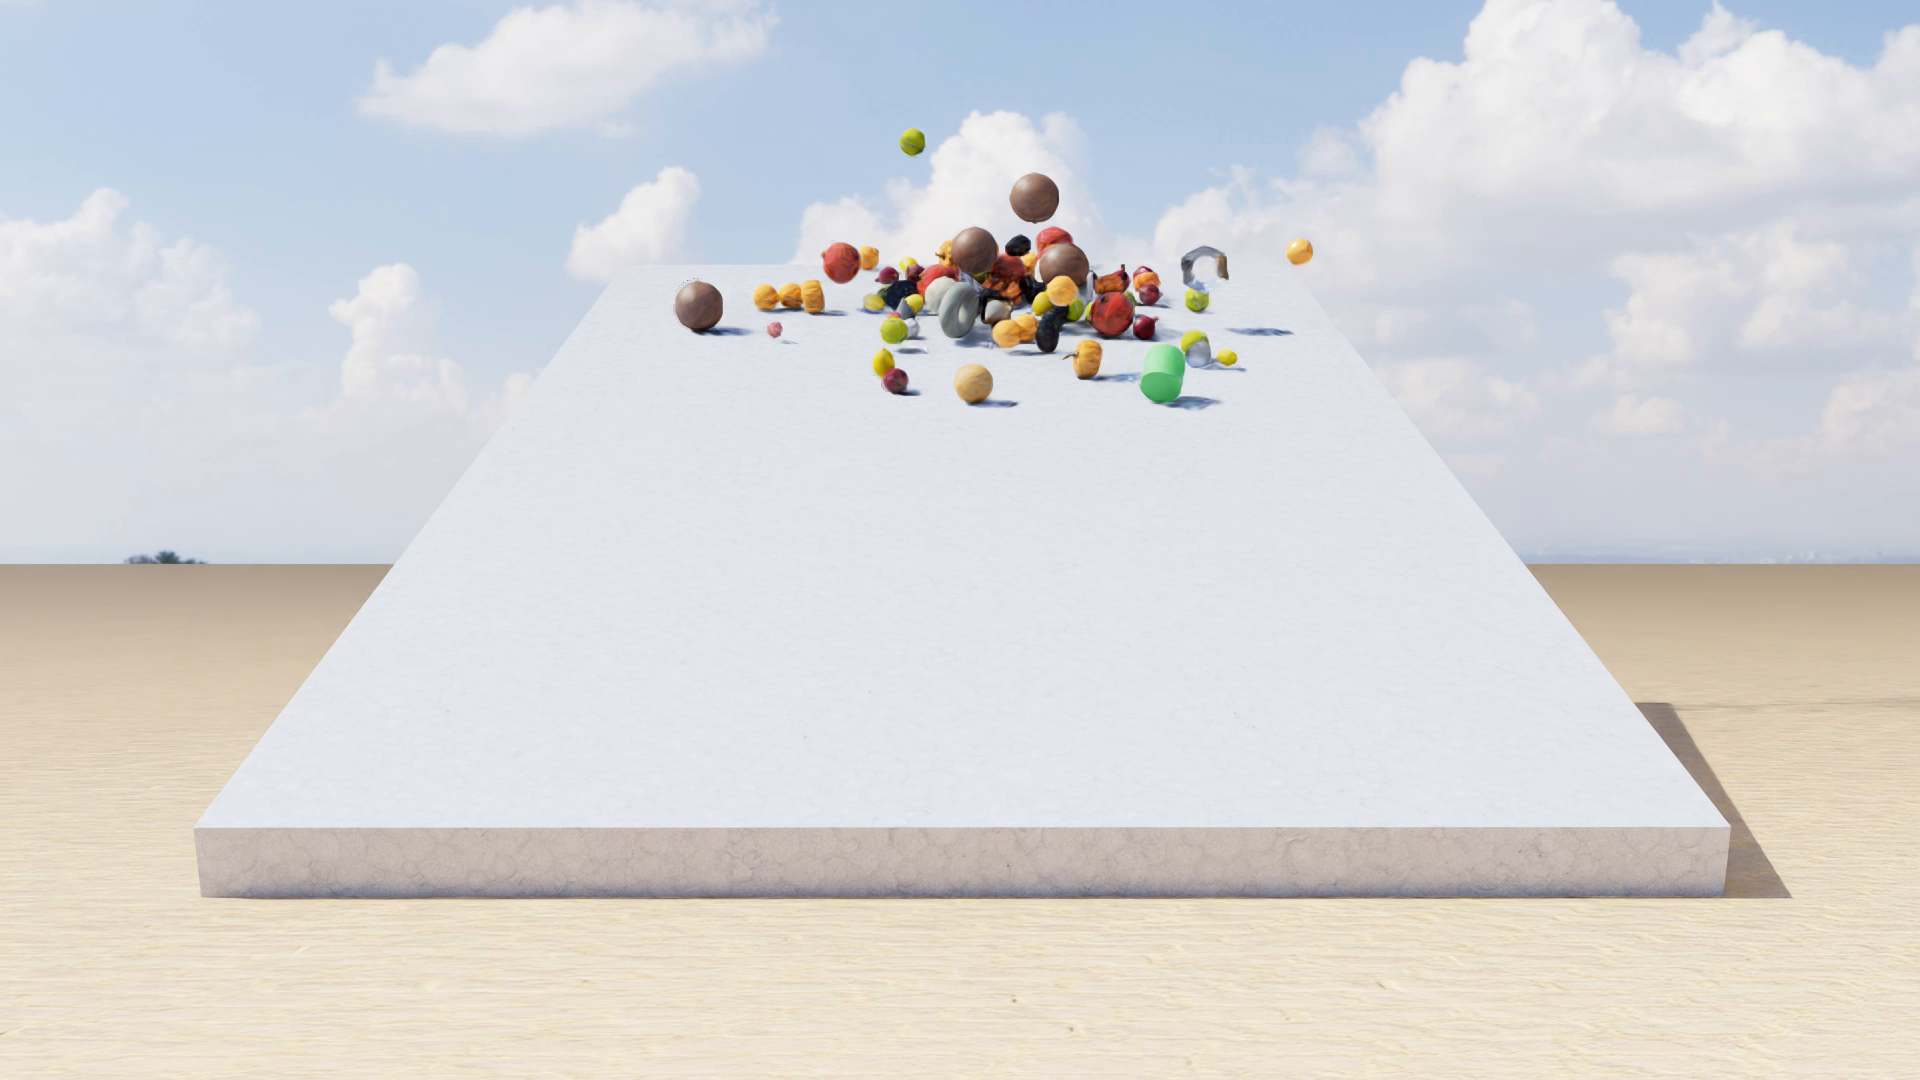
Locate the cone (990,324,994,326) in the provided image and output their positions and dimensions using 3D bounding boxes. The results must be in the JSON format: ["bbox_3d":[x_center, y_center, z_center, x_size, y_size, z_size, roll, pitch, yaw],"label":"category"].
[{"bbox_3d":[0.075,-0.582,5.815,0.074,0.074,0.074,0,20,30],"label":"cone"}]

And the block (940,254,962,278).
[{"bbox_3d":[-0.027,-0.805,6.541,0.058,0.058,0.058,2,18,5],"label":"block"}]

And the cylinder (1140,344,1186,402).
[{"bbox_3d":[0.462,-0.379,5.073,0.095,0.095,0.095,8,-43,7],"label":"cylinder"}]

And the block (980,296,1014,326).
[{"bbox_3d":[0.095,-0.586,5.713,0.067,0.067,0.067,6,10,-9],"label":"block"}]

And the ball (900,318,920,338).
[{"bbox_3d":[-0.127,-0.542,5.717,0.052,0.052,0.052,0,0,0],"label":"ball"}]

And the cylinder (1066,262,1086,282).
[{"bbox_3d":[0.313,-0.725,6.028,0.055,0.055,0.055,-2,6,0],"label":"cylinder"}]

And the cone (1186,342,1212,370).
[{"bbox_3d":[0.599,-0.441,5.431,0.072,0.072,0.072,0,-4,35],"label":"cone"}]

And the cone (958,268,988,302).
[{"bbox_3d":[0.014,-0.706,6.104,0.096,0.096,0.096,-15,36,11],"label":"cone"}]

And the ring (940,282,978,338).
[{"bbox_3d":[-0.003,-0.584,5.669,0.049,0.147,0.147,16,7,28],"label":"ring"}]

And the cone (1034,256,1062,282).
[{"bbox_3d":[0.254,-0.731,6.068,0.074,0.074,0.074,9,-6,-35],"label":"cone"}]

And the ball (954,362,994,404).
[{"bbox_3d":[0.030,-0.357,5.065,0.091,0.091,0.091,0,0,0],"label":"ball"}]

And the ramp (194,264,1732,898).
[{"bbox_3d":[-0.003,-0.180,4.821,2.000,0.100,4.000,0,17,0],"label":"ramp"}]

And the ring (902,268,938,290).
[{"bbox_3d":[-0.114,-0.744,6.360,0.109,0.036,0.109,-2,31,1],"label":"ring"}]

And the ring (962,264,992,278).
[{"bbox_3d":[0.046,-0.789,6.537,0.091,0.030,0.091,-1,17,0],"label":"ring"}]

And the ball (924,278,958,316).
[{"bbox_3d":[-0.041,-0.628,5.748,0.100,0.100,0.100,0,0,0],"label":"ball"}]

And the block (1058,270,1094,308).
[{"bbox_3d":[0.318,-0.689,6.126,0.083,0.083,0.083,5,20,13],"label":"block"}]

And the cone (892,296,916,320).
[{"bbox_3d":[-0.150,-0.623,5.954,0.064,0.064,0.064,0,17,0],"label":"cone"}]

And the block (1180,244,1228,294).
[{"bbox_3d":[0.636,-0.704,5.795,0.083,0.083,0.083,-31,38,-25],"label":"block"}]
